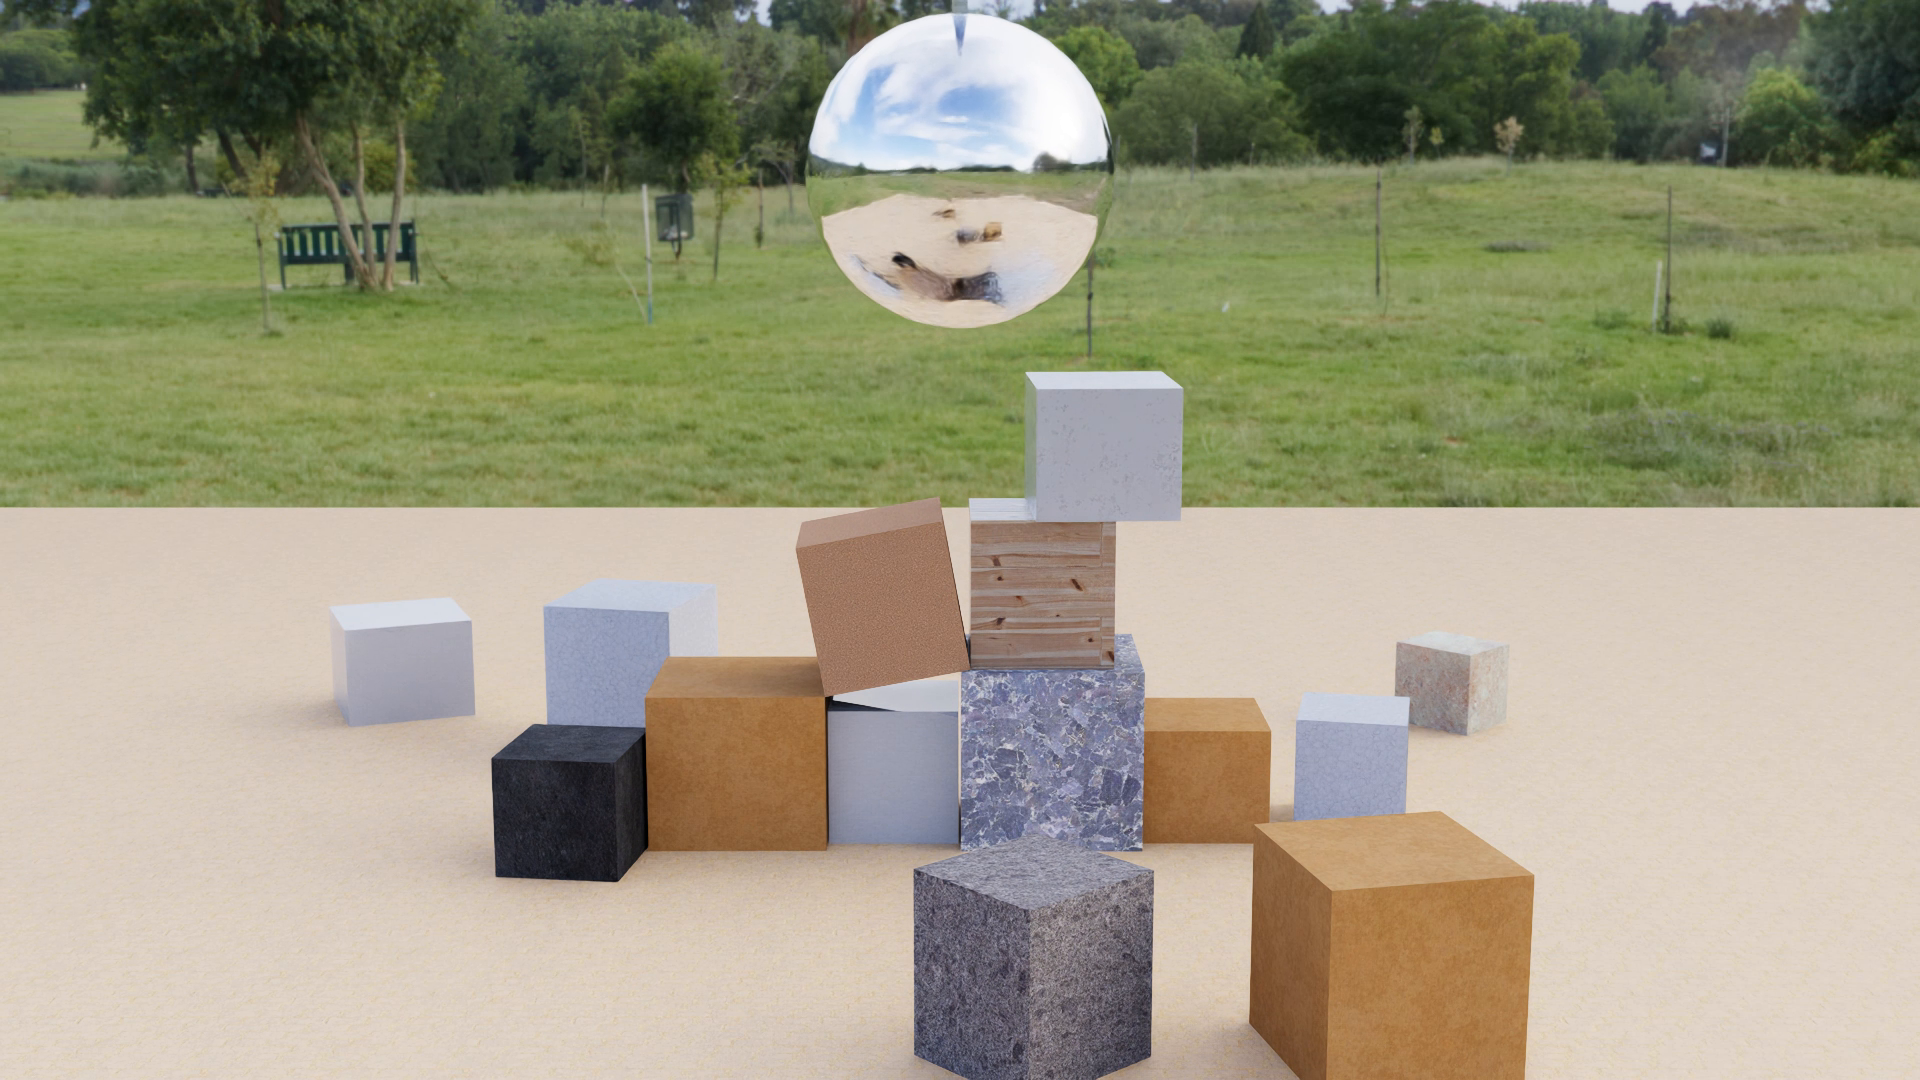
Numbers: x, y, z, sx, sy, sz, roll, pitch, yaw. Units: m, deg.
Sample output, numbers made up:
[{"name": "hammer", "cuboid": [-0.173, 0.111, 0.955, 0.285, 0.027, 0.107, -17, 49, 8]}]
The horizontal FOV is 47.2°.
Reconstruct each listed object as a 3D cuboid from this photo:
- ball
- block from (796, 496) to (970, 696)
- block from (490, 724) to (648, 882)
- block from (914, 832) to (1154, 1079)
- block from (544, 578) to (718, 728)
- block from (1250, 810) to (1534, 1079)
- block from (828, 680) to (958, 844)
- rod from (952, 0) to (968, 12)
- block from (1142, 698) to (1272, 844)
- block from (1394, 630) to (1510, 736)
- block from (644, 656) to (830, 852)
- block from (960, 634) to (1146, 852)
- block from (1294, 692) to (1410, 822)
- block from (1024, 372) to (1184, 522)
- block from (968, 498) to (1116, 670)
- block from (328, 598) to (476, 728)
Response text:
[{"name": "ball", "cuboid": [0.000, -1.889, 11.305, 1.600, 1.600, 1.600, 0, 10, 0]}, {"name": "block", "cuboid": [-0.387, 0.274, 11.175, 0.731, 0.760, 0.754, -11, 10, 0]}, {"name": "block", "cuboid": [-1.900, 1.286, 10.836, 0.607, 0.593, 0.641, 1, 10, 7]}, {"name": "block", "cuboid": [0.281, 1.632, 8.475, 0.664, 0.756, 0.637, -9, 14, -42]}, {"name": "block", "cuboid": [-1.913, 0.757, 12.911, 0.757, 0.891, 0.818, 2, 11, 13]}, {"name": "block", "cuboid": [1.642, 1.591, 8.487, 0.796, 0.834, 0.808, -2, 11, -13]}, {"name": "block", "cuboid": [-0.335, 1.139, 11.380, 0.655, 0.688, 0.645, 0, 10, 0]}, {"name": "rod", "cuboid": [0.000, -5.178, 10.442, 0.080, 5.200, 0.080, 0, 15, 0]}, {"name": "block", "cuboid": [1.241, 1.186, 11.402, 0.642, 0.587, 0.674, 0, 10, 0]}, {"name": "block", "cuboid": [2.997, 0.867, 13.416, 0.520, 0.493, 0.436, 10, 14, 44]}, {"name": "block", "cuboid": [-1.115, 1.089, 11.364, 0.889, 0.791, 0.878, 0, 10, 0]}, {"name": "block", "cuboid": [0.459, 1.029, 11.352, 0.907, 0.915, 0.884, 0, 10, 0]}, {"name": "block", "cuboid": [2.034, 1.171, 11.398, 0.551, 0.617, 0.585, 2, 11, 12]}, {"name": "block", "cuboid": [0.710, -0.481, 11.075, 0.711, 0.652, 0.792, 0, 10, -2]}, {"name": "block", "cuboid": [0.406, 0.213, 11.181, 0.713, 0.752, 0.668, 0, 10, -1]}, {"name": "block", "cuboid": [-3.494, 0.751, 13.757, 0.760, 0.600, 0.752, -4, 11, -22]}]
